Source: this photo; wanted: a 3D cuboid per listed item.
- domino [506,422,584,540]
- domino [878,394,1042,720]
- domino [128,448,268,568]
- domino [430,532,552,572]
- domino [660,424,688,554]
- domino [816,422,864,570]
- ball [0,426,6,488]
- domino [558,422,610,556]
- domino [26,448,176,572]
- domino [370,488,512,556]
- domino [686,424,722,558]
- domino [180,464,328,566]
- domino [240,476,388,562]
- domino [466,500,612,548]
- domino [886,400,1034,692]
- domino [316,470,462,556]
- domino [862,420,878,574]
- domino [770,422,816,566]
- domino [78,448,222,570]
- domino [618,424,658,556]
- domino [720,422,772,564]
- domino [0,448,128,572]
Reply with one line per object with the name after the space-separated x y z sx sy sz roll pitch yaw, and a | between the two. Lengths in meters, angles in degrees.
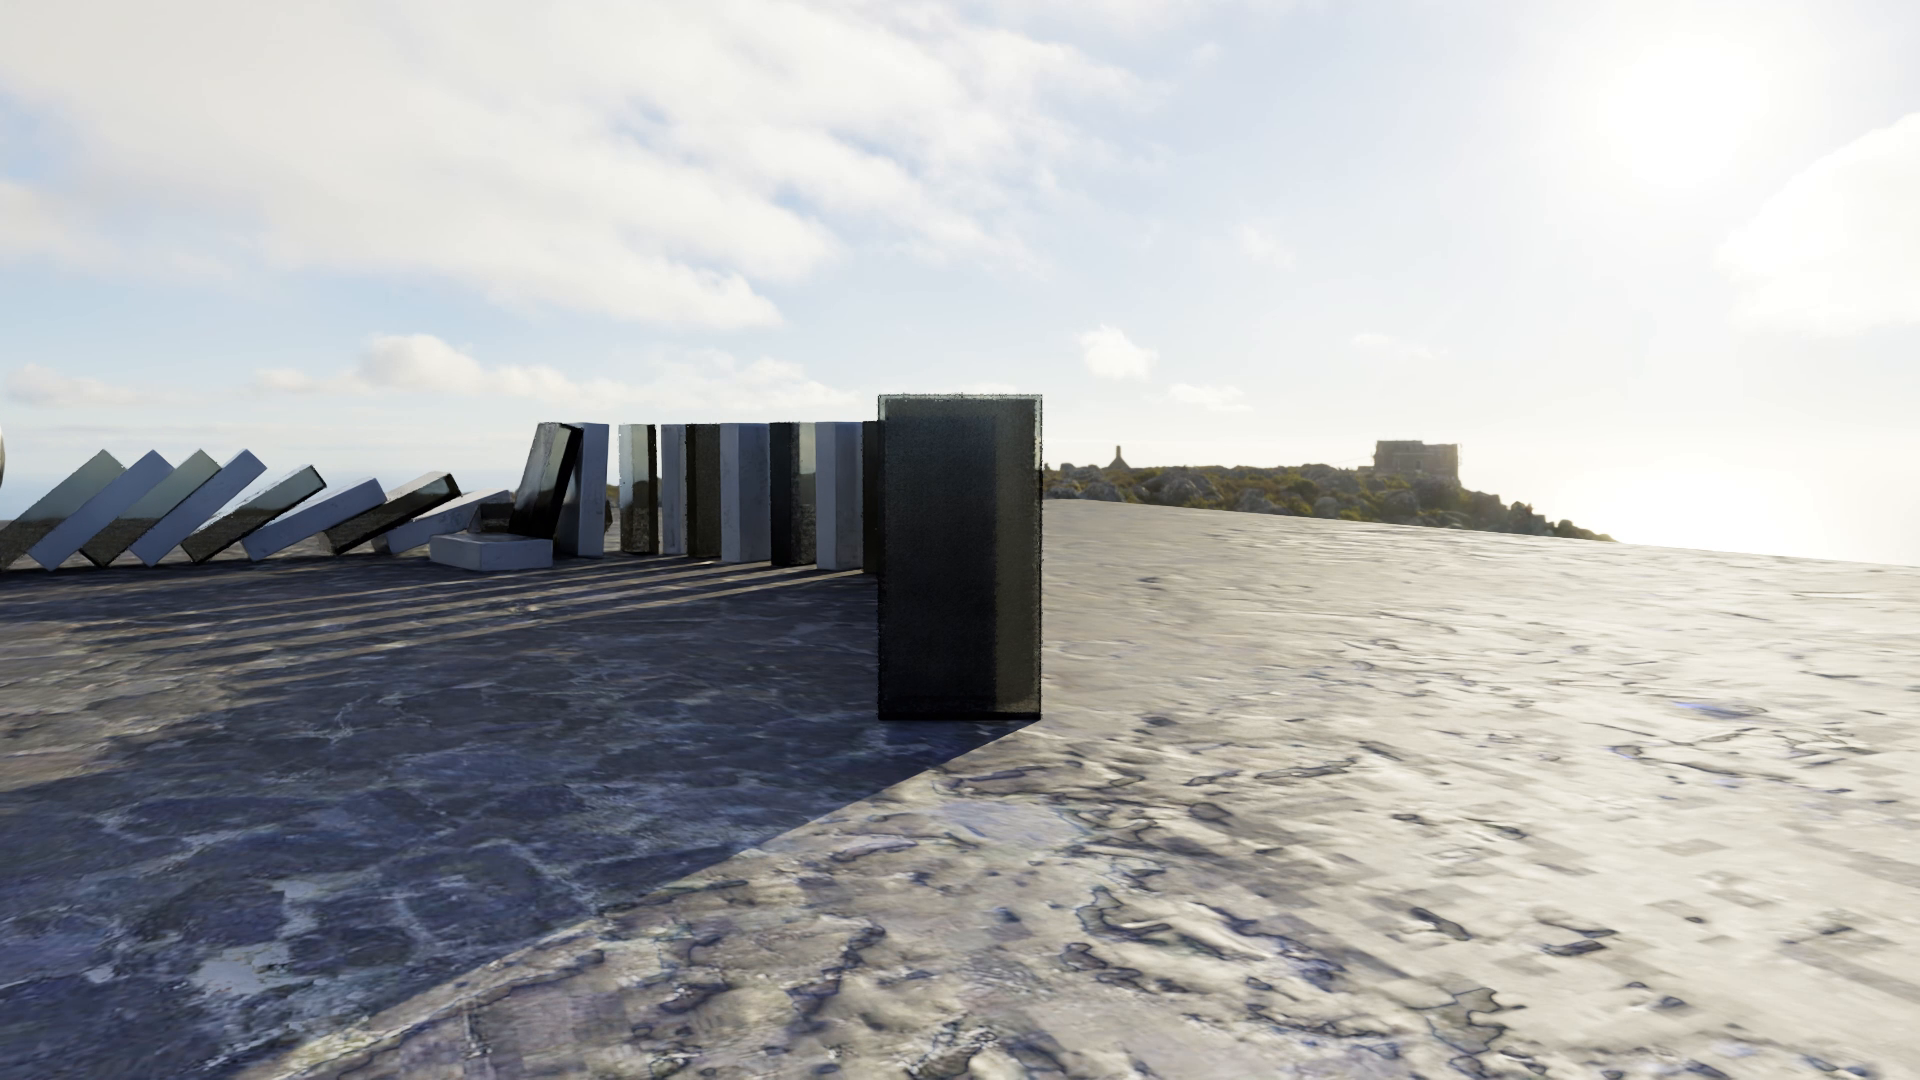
-0.157 -0.019 0.483 0.010 0.050 0.025 19 -7 -35 | domino
0.000 0.002 0.201 0.025 0.050 0.010 0 4 0 | domino
-0.271 -0.012 0.457 0.050 0.009 0.025 -49 26 -20 | domino
-0.167 0.004 0.455 0.025 0.009 0.050 -4 6 -40 | domino
-0.104 -0.020 0.503 0.009 0.050 0.025 3 5 34 | domino
-0.037 -0.016 0.442 0.010 0.050 0.025 4 6 40 | domino
-0.349 -0.028 0.403 0.080 0.080 0.080 0 4 0 | ball
-0.144 -0.020 0.492 0.009 0.050 0.025 2 2 -34 | domino
-0.295 -0.011 0.442 0.050 0.010 0.025 -49 26 -20 | domino
-0.206 -0.008 0.511 0.050 0.010 0.025 -26 19 -35 | domino
-0.090 -0.019 0.486 0.025 0.050 0.009 -3 5 -33 | domino
-0.257 -0.010 0.467 0.050 0.009 0.025 -39 23 -24 | domino
-0.242 -0.008 0.480 0.050 0.010 0.025 -31 19 -27 | domino
-0.167 -0.006 0.509 0.050 0.010 0.025 -3 -22 -34 | domino
0.000 0.001 0.224 0.025 0.050 0.010 0 4 0 | domino
-0.221 -0.011 0.496 0.050 0.009 0.025 -33 23 -31 | domino
-0.020 -0.014 0.427 0.025 0.050 0.010 -4 6 -43 | domino
-0.055 -0.017 0.456 0.010 0.050 0.025 3 5 33 | domino
-0.283 -0.012 0.449 0.050 0.010 0.025 -49 26 -20 | domino
-0.126 -0.020 0.503 0.010 0.050 0.025 -2 5 -26 | domino
-0.075 -0.018 0.468 0.010 0.050 0.025 3 5 37 | domino
-0.307 -0.010 0.434 0.050 0.010 0.025 -49 26 -20 | domino
